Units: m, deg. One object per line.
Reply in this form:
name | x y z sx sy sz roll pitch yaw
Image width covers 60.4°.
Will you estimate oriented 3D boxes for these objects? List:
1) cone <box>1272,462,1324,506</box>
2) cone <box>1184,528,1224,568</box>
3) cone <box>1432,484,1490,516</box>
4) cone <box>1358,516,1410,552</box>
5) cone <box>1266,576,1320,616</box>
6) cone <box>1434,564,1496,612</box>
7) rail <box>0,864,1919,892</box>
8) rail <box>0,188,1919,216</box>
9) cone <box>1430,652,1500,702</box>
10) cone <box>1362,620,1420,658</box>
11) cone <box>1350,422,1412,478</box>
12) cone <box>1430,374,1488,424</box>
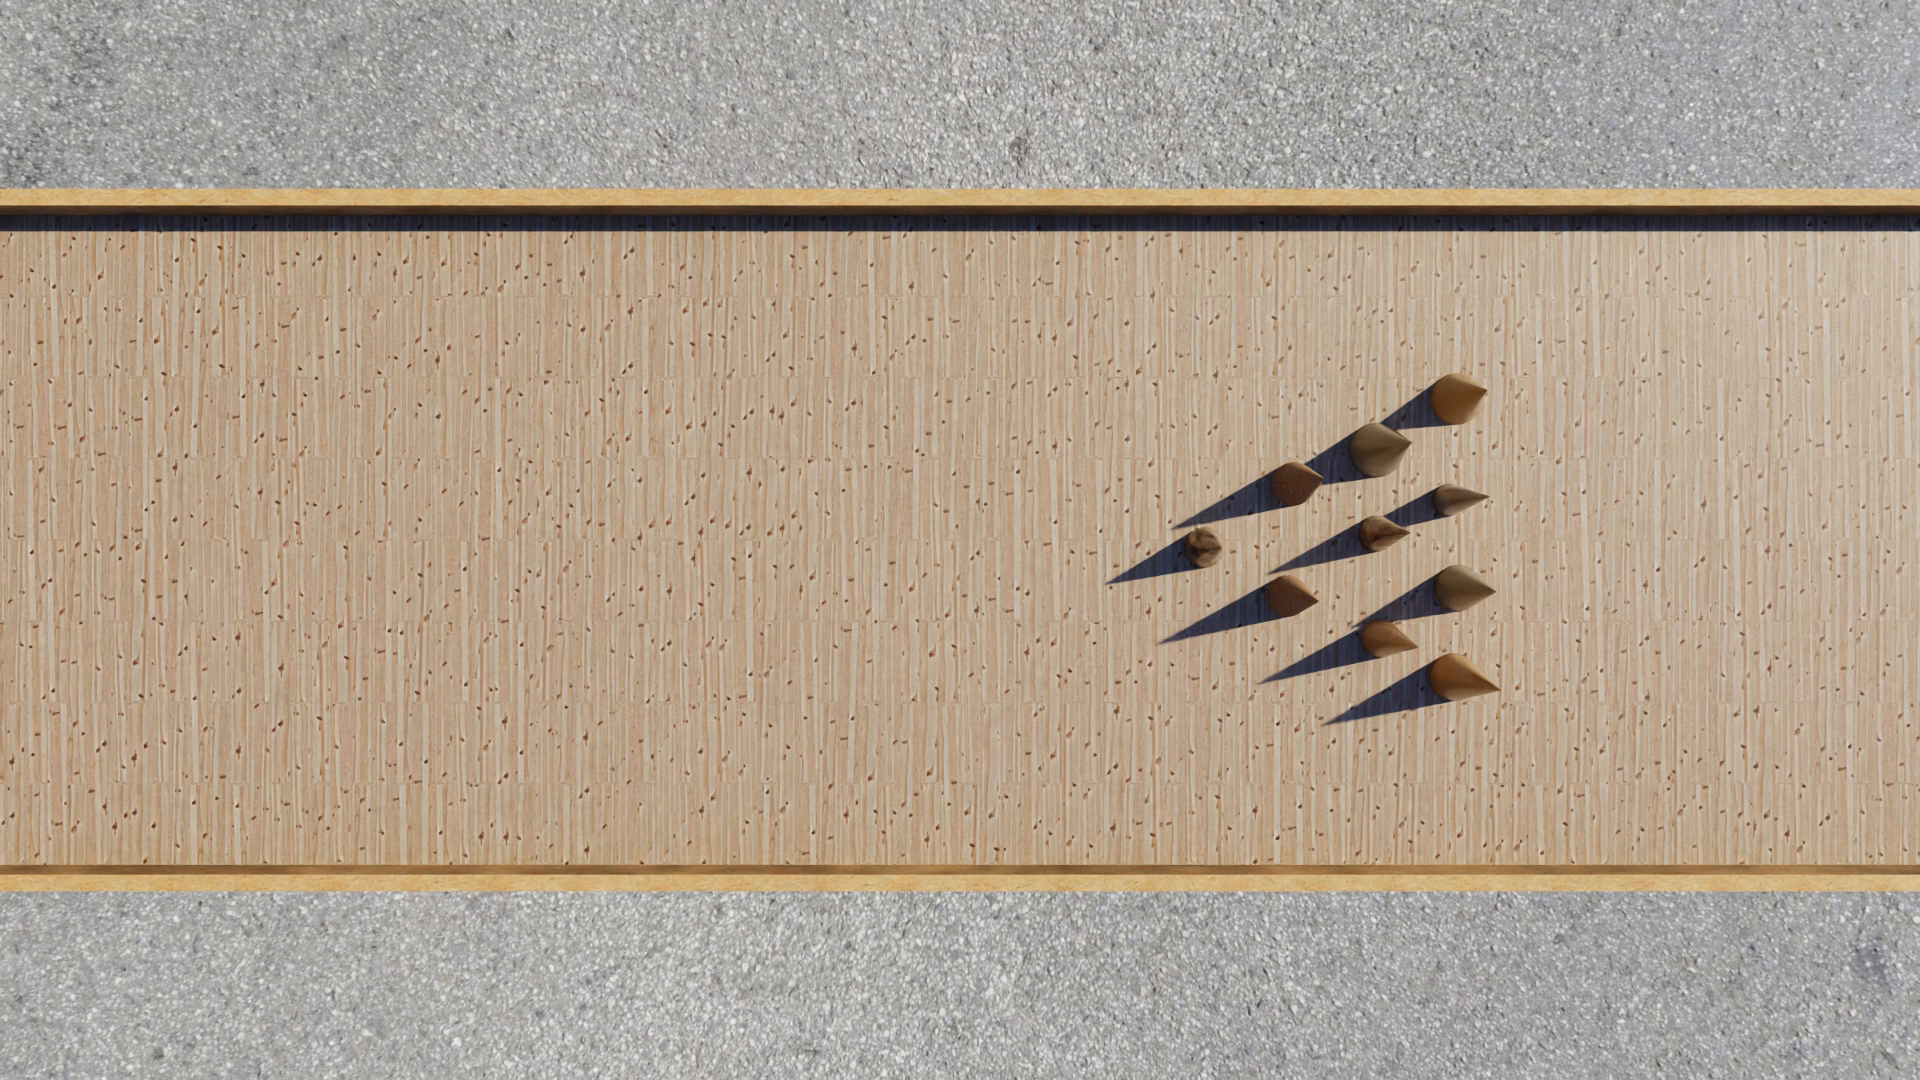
cone | 1.028 -0.173 4.860 0.135 0.433 0.135 0 90 0
cone | 0.752 0.023 4.903 0.127 0.346 0.127 0 90 0
cone | 1.505 -0.124 4.876 0.101 0.401 0.101 0 90 0
cone | 1.282 -0.020 4.884 0.113 0.386 0.113 0 90 0
cone | 1.008 0.172 4.850 0.129 0.454 0.129 0 90 0
cone | 1.533 0.148 4.891 0.145 0.371 0.145 0 90 0
rail | -2.247 1.025 5.001 12.000 0.150 0.050 0 90 0
rail | -2.247 -1.025 5.002 12.000 0.150 0.050 0 90 0
cone | 1.518 0.422 4.849 0.148 0.455 0.148 0 90 0
cone | 1.295 0.303 4.861 0.119 0.430 0.119 0 90 0
cone | 1.281 -0.277 4.874 0.169 0.404 0.169 0 90 0
cone | 1.527 -0.434 4.925 0.160 0.304 0.160 0 90 0
